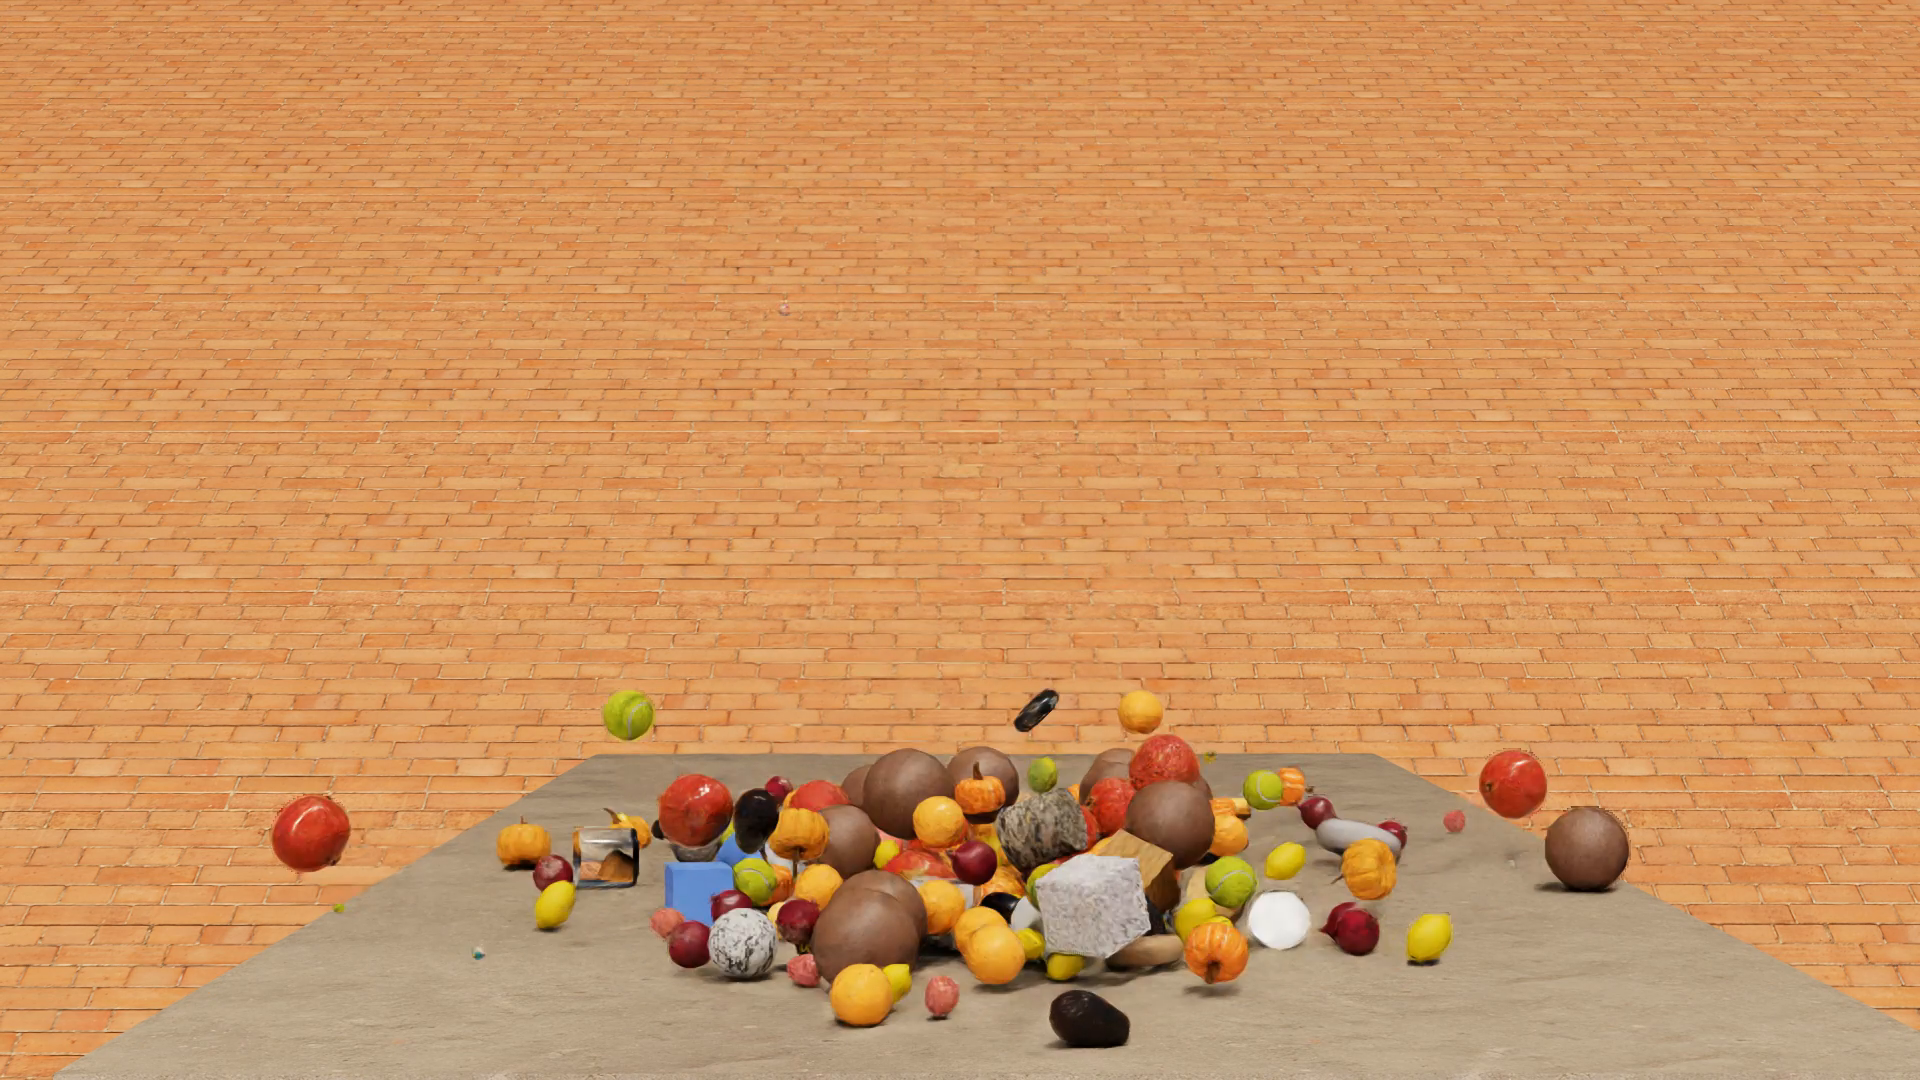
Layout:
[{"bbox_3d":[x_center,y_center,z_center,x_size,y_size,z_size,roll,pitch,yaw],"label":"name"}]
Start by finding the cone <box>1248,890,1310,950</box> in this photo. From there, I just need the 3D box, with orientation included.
[{"bbox_3d":[0.436,0.529,3.519,0.083,0.083,0.083,-4,63,7],"label":"cone"}]

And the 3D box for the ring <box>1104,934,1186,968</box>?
[{"bbox_3d":[0.235,0.526,3.306,0.106,0.035,0.106,-6,-7,-1],"label":"ring"}]

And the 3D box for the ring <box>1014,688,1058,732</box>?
[{"bbox_3d":[0.135,0.302,4.585,0.033,0.098,0.098,46,39,-2],"label":"ring"}]

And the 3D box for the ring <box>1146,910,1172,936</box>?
[{"bbox_3d":[0.233,0.528,3.608,0.123,0.041,0.123,1,0,0],"label":"ring"}]

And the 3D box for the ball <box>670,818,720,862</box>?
[{"bbox_3d":[-0.445,0.508,4.346,0.081,0.081,0.081,0,30,0],"label":"ball"}]

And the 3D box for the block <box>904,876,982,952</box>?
[{"bbox_3d":[-0.022,0.497,3.447,0.086,0.086,0.086,3,-3,8],"label":"block"}]

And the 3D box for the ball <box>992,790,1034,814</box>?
[{"bbox_3d":[0.104,0.505,4.771,0.088,0.088,0.088,0,30,0],"label":"ball"}]

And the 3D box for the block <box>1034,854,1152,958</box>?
[{"bbox_3d":[0.164,0.450,3.193,0.093,0.093,0.093,-2,15,41],"label":"block"}]

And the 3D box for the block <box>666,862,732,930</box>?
[{"bbox_3d":[-0.372,0.506,3.687,0.084,0.084,0.084,0,0,-14],"label":"block"}]

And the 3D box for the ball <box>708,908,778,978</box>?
[{"bbox_3d":[-0.270,0.502,3.219,0.088,0.088,0.088,0,30,0],"label":"ball"}]

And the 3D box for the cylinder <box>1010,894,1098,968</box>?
[{"bbox_3d":[0.125,0.503,3.331,0.087,0.087,0.087,-1,24,39],"label":"cylinder"}]

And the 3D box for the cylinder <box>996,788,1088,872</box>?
[{"bbox_3d":[0.115,0.404,3.613,0.093,0.093,0.093,-23,22,23],"label":"cylinder"}]

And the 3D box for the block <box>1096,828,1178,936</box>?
[{"bbox_3d":[0.232,0.470,3.530,0.090,0.090,0.090,23,51,30],"label":"block"}]

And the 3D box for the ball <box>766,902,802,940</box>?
[{"bbox_3d":[-0.241,0.523,3.552,0.051,0.051,0.051,0,30,0],"label":"ball"}]

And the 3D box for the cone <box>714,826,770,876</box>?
[{"bbox_3d":[-0.308,0.476,3.831,0.077,0.077,0.077,36,43,21],"label":"cone"}]

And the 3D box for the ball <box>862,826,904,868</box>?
[{"bbox_3d":[-0.130,0.513,4.324,0.070,0.070,0.070,0,30,0],"label":"ball"}]

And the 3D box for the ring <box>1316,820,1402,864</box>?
[{"bbox_3d":[0.672,0.508,4.358,0.146,0.049,0.146,15,-13,3],"label":"ring"}]

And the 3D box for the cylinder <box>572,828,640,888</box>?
[{"bbox_3d":[-0.561,0.502,4.095,0.092,0.092,0.092,0,29,-16],"label":"cylinder"}]

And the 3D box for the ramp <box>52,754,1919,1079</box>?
[{"bbox_3d":[0.067,0.598,4.657,2.000,0.100,4.000,0,0,0],"label":"ramp"}]

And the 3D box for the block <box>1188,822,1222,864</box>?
[{"bbox_3d":[0.413,0.512,4.367,0.054,0.054,0.054,0,61,3],"label":"block"}]

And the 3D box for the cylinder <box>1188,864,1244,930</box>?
[{"bbox_3d":[0.358,0.498,3.610,0.079,0.079,0.079,-2,72,6],"label":"cylinder"}]

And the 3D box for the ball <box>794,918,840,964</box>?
[{"bbox_3d":[-0.185,0.518,3.347,0.060,0.060,0.060,0,30,0],"label":"ball"}]

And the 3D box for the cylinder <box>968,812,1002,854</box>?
[{"bbox_3d":[0.056,0.513,4.524,0.069,0.069,0.069,12,2,19],"label":"cylinder"}]

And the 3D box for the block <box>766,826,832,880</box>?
[{"bbox_3d":[-0.263,0.510,4.226,0.077,0.077,0.077,0,0,43],"label":"block"}]
